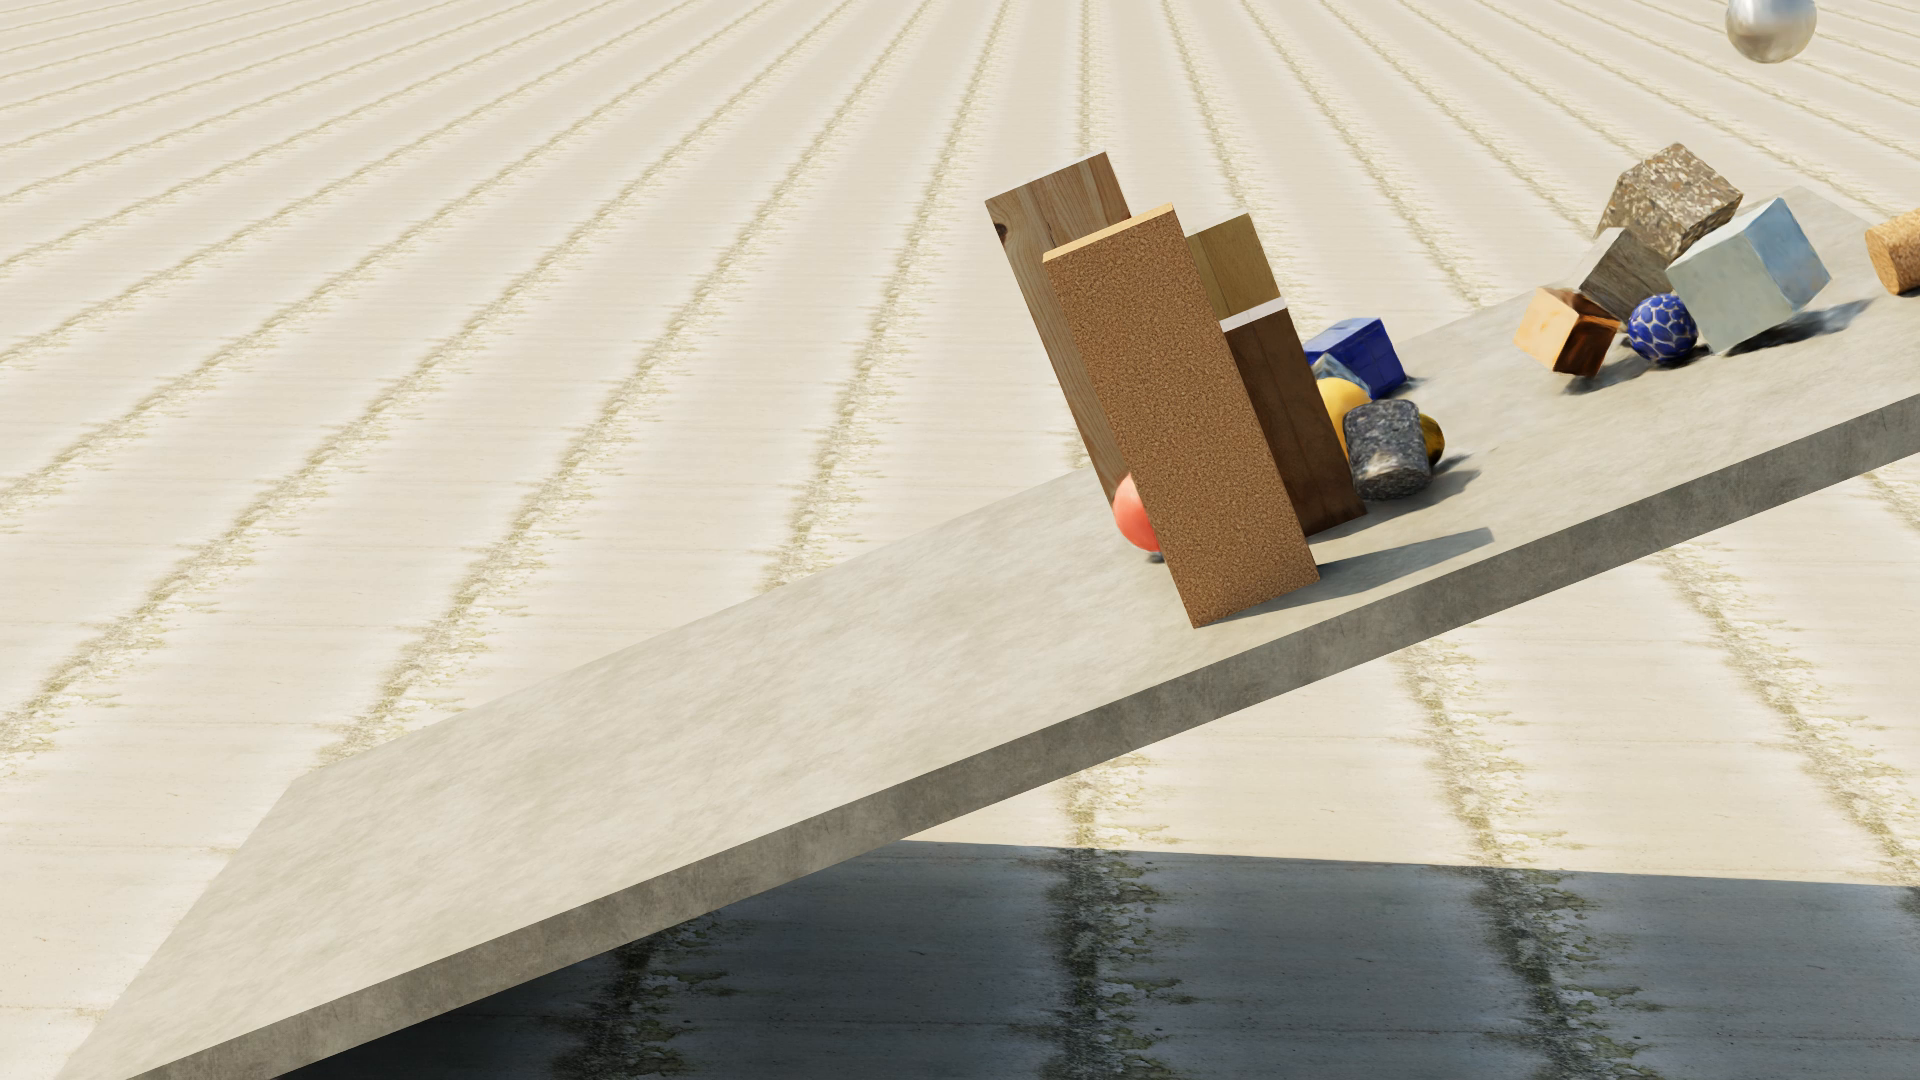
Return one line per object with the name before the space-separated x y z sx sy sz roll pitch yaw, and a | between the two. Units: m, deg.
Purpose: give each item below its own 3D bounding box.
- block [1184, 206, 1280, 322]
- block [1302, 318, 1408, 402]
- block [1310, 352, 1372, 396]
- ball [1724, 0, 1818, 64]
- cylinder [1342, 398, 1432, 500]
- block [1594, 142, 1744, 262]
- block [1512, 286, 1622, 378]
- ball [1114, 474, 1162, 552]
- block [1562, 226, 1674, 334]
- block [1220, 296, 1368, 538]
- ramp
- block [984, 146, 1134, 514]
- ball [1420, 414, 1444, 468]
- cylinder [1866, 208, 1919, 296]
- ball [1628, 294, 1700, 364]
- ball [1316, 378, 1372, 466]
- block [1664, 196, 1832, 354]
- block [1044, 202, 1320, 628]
block | 0.570 -0.470 6.834 0.395 0.485 0.101 -21 12 8
block | 0.886 -0.397 6.696 0.159 0.159 0.159 -31 14 -18
block | 0.790 -0.295 6.359 0.130 0.130 0.130 37 37 -12
ball | 1.702 -1.093 6.173 0.187 0.187 0.187 0 14 0
cylinder | 0.834 -0.176 5.747 0.151 0.151 0.151 -7 -22 -3
block | 1.578 -0.722 6.558 0.198 0.198 0.198 -30 62 -29
block | 1.246 -0.427 6.041 0.130 0.130 0.130 6 26 -37
ball | 0.412 -0.067 6.116 0.185 0.185 0.185 0 14 0
block | 1.393 -0.545 6.189 0.160 0.160 0.160 37 3 -4
block | 0.607 -0.223 5.812 0.244 0.442 0.132 -21 12 8
ramp | 0.126 0.172 6.288 4.000 0.100 2.000 -21 12 8
block | 0.333 -0.441 6.443 0.282 0.780 0.083 -21 12 8
ball | 0.910 -0.194 5.899 0.123 0.123 0.123 0 14 0
cylinder | 1.859 -0.568 5.722 0.140 0.140 0.140 -22 14 3
ball | 1.416 -0.426 5.921 0.140 0.140 0.140 0 14 0
ball | 0.780 -0.243 6.171 0.194 0.194 0.194 0 14 0
block | 1.554 -0.522 5.801 0.195 0.195 0.195 -29 5 45
block | 0.414 -0.229 5.466 0.254 0.747 0.111 -21 12 8
